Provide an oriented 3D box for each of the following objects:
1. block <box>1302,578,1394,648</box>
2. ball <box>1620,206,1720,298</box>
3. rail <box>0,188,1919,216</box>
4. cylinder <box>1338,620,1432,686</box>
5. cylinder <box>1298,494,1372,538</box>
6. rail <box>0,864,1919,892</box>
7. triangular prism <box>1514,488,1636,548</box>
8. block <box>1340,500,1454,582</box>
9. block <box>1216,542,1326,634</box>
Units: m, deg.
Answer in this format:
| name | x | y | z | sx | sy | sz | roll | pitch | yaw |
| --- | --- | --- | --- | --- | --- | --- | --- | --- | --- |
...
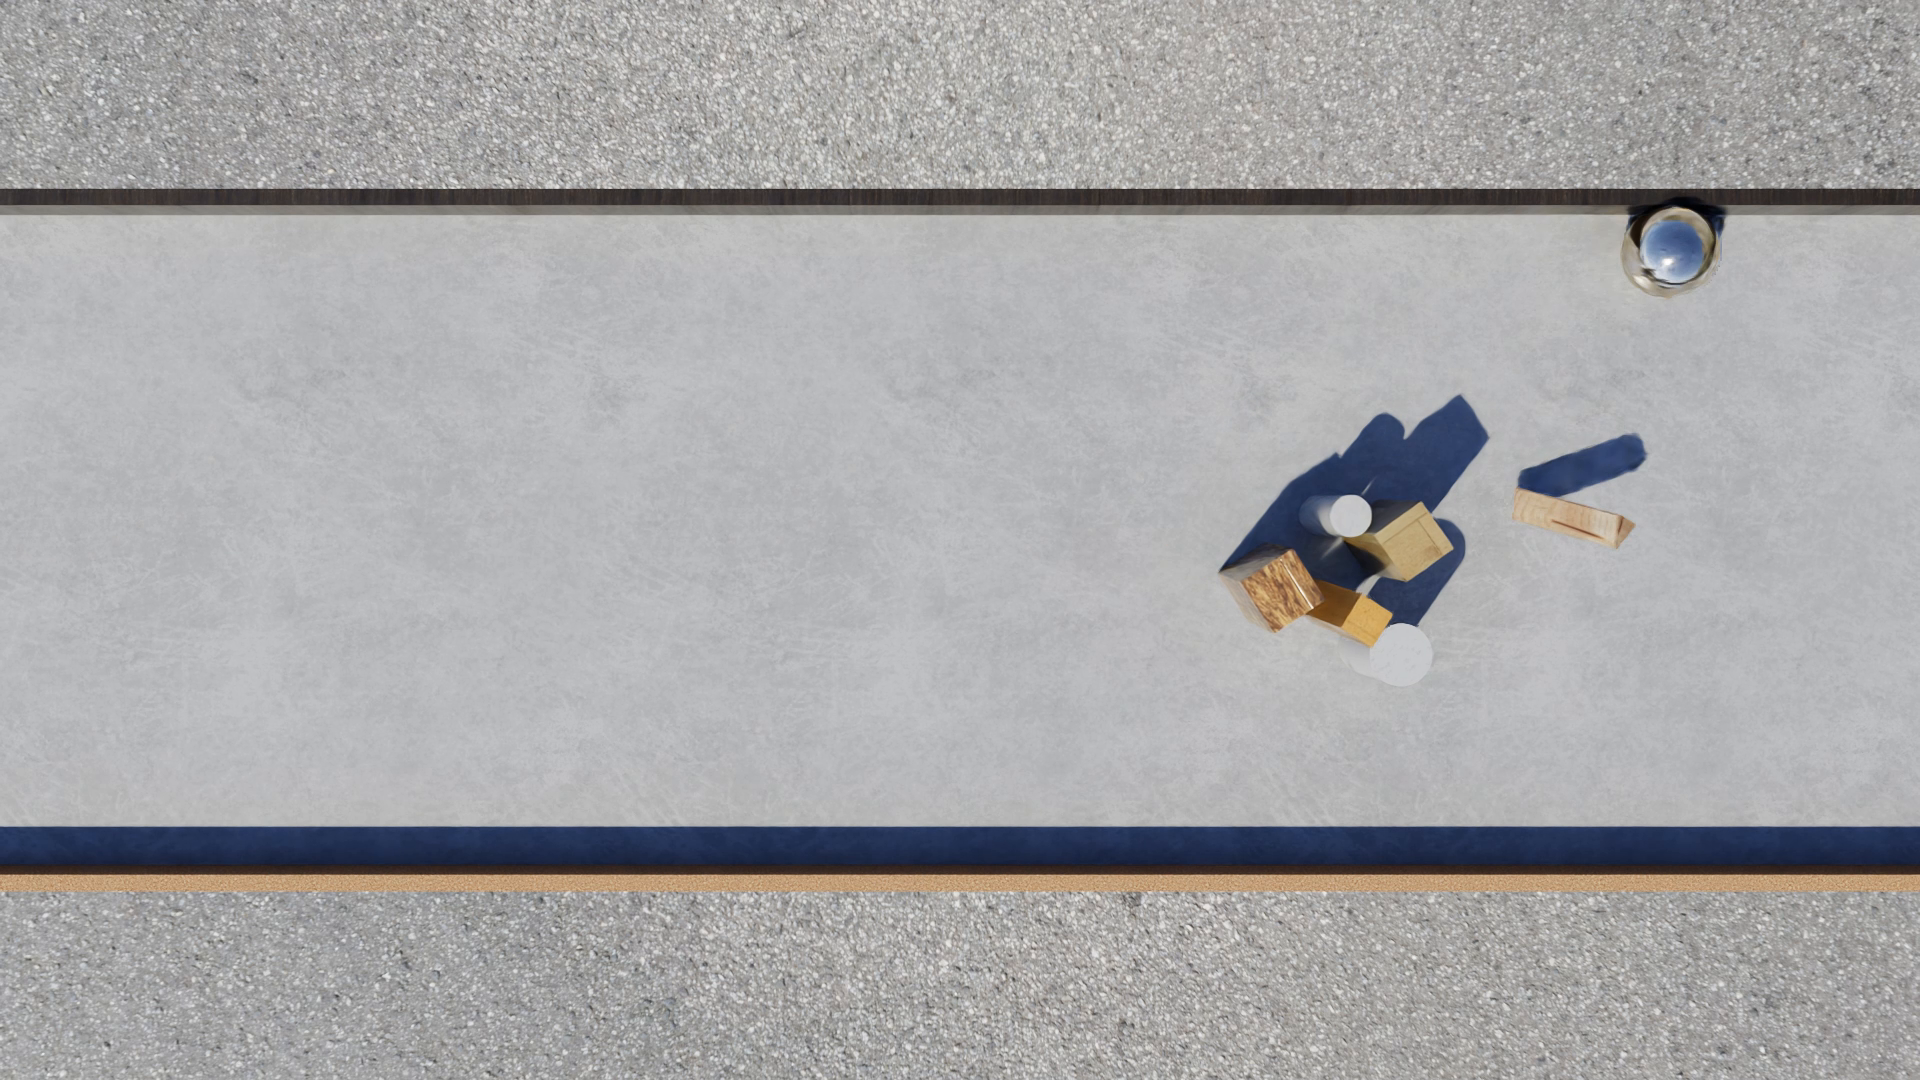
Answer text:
| name | x | y | z | sx | sy | sz | roll | pitch | yaw |
| --- | --- | --- | --- | --- | --- | --- | --- | --- | --- |
| block | 1.118 | 0.208 | 4.864 | 0.113 | 0.411 | 0.113 | 32 | 90 | -11 |
| ball | 2.125 | -0.863 | 4.937 | 0.274 | 0.274 | 0.274 | 0 | 90 | 0 |
| rail | -2.247 | -1.025 | 5.002 | 12.000 | 0.150 | 0.050 | 0 | 90 | 0 |
| cylinder | 1.255 | 0.326 | 4.886 | 0.180 | 0.380 | 0.180 | 0 | 90 | 0 |
| cylinder | 1.115 | -0.074 | 4.911 | 0.123 | 0.322 | 0.123 | 0 | 92 | -4 |
| rail | -2.247 | 1.025 | 5.001 | 12.000 | 0.150 | 0.050 | 0 | 90 | 0 |
| triangular prism | 1.830 | -0.078 | 4.920 | 0.090 | 0.349 | 0.103 | -17 | 115 | -34 |
| block | 1.274 | -0.004 | 4.861 | 0.164 | 0.424 | 0.164 | -36 | 93 | 0 |
| block | 0.918 | 0.136 | 4.891 | 0.177 | 0.361 | 0.177 | -33 | 94 | 0 |
